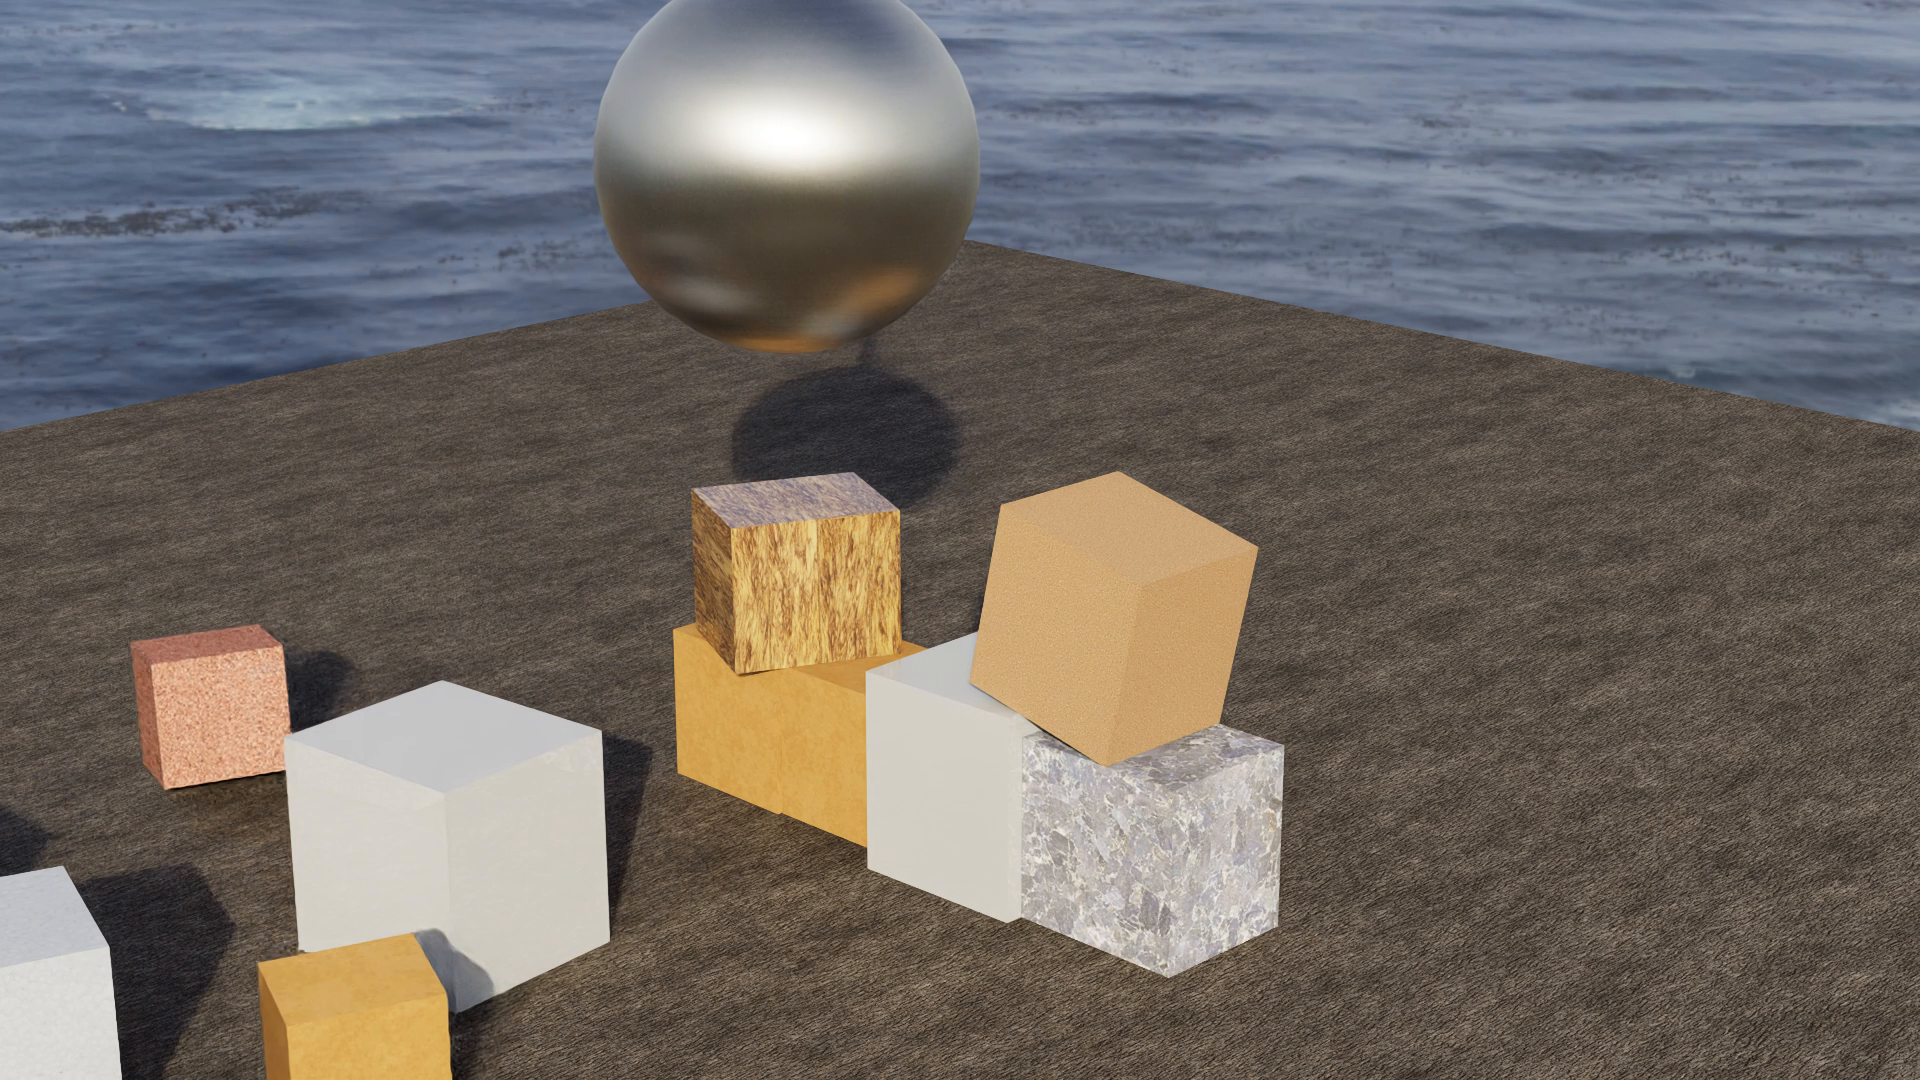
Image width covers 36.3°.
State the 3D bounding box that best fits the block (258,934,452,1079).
[{"bbox_3d":[-2.313,1.922,11.221,0.605,0.559,0.502,-9,24,-23],"label":"block"}]

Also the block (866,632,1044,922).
[{"bbox_3d":[0.195,1.046,13.405,0.871,0.967,0.887,16,23,41],"label":"block"}]

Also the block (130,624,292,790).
[{"bbox_3d":[-3.718,0.821,14.577,0.636,0.625,0.591,-8,12,-24],"label":"block"}]

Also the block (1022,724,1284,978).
[{"bbox_3d":[0.837,1.281,12.845,0.866,0.854,0.730,17,24,42],"label":"block"}]

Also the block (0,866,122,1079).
[{"bbox_3d":[-3.721,1.840,11.140,0.853,0.810,0.832,-9,20,-26],"label":"block"}]

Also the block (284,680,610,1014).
[{"bbox_3d":[-2.195,1.292,12.594,1.001,0.984,0.891,13,22,36],"label":"block"}]

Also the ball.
[{"bbox_3d":[-0.712,-1.567,12.103,1.600,1.600,1.600,0,17,0],"label":"ball"}]

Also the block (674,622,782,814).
[{"bbox_3d":[-0.885,0.803,14.525,0.731,0.758,0.754,-17,24,-42],"label":"block"}]

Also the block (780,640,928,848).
[{"bbox_3d":[-0.363,0.964,14.004,0.741,0.764,0.649,17,24,42],"label":"block"}]

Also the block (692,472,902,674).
[{"bbox_3d":[-0.792,0.147,14.141,0.826,0.715,0.717,-6,18,-19],"label":"block"}]

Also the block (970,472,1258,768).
[{"bbox_3d":[0.659,0.328,12.728,0.752,0.873,0.826,-16,36,-43],"label":"block"}]
